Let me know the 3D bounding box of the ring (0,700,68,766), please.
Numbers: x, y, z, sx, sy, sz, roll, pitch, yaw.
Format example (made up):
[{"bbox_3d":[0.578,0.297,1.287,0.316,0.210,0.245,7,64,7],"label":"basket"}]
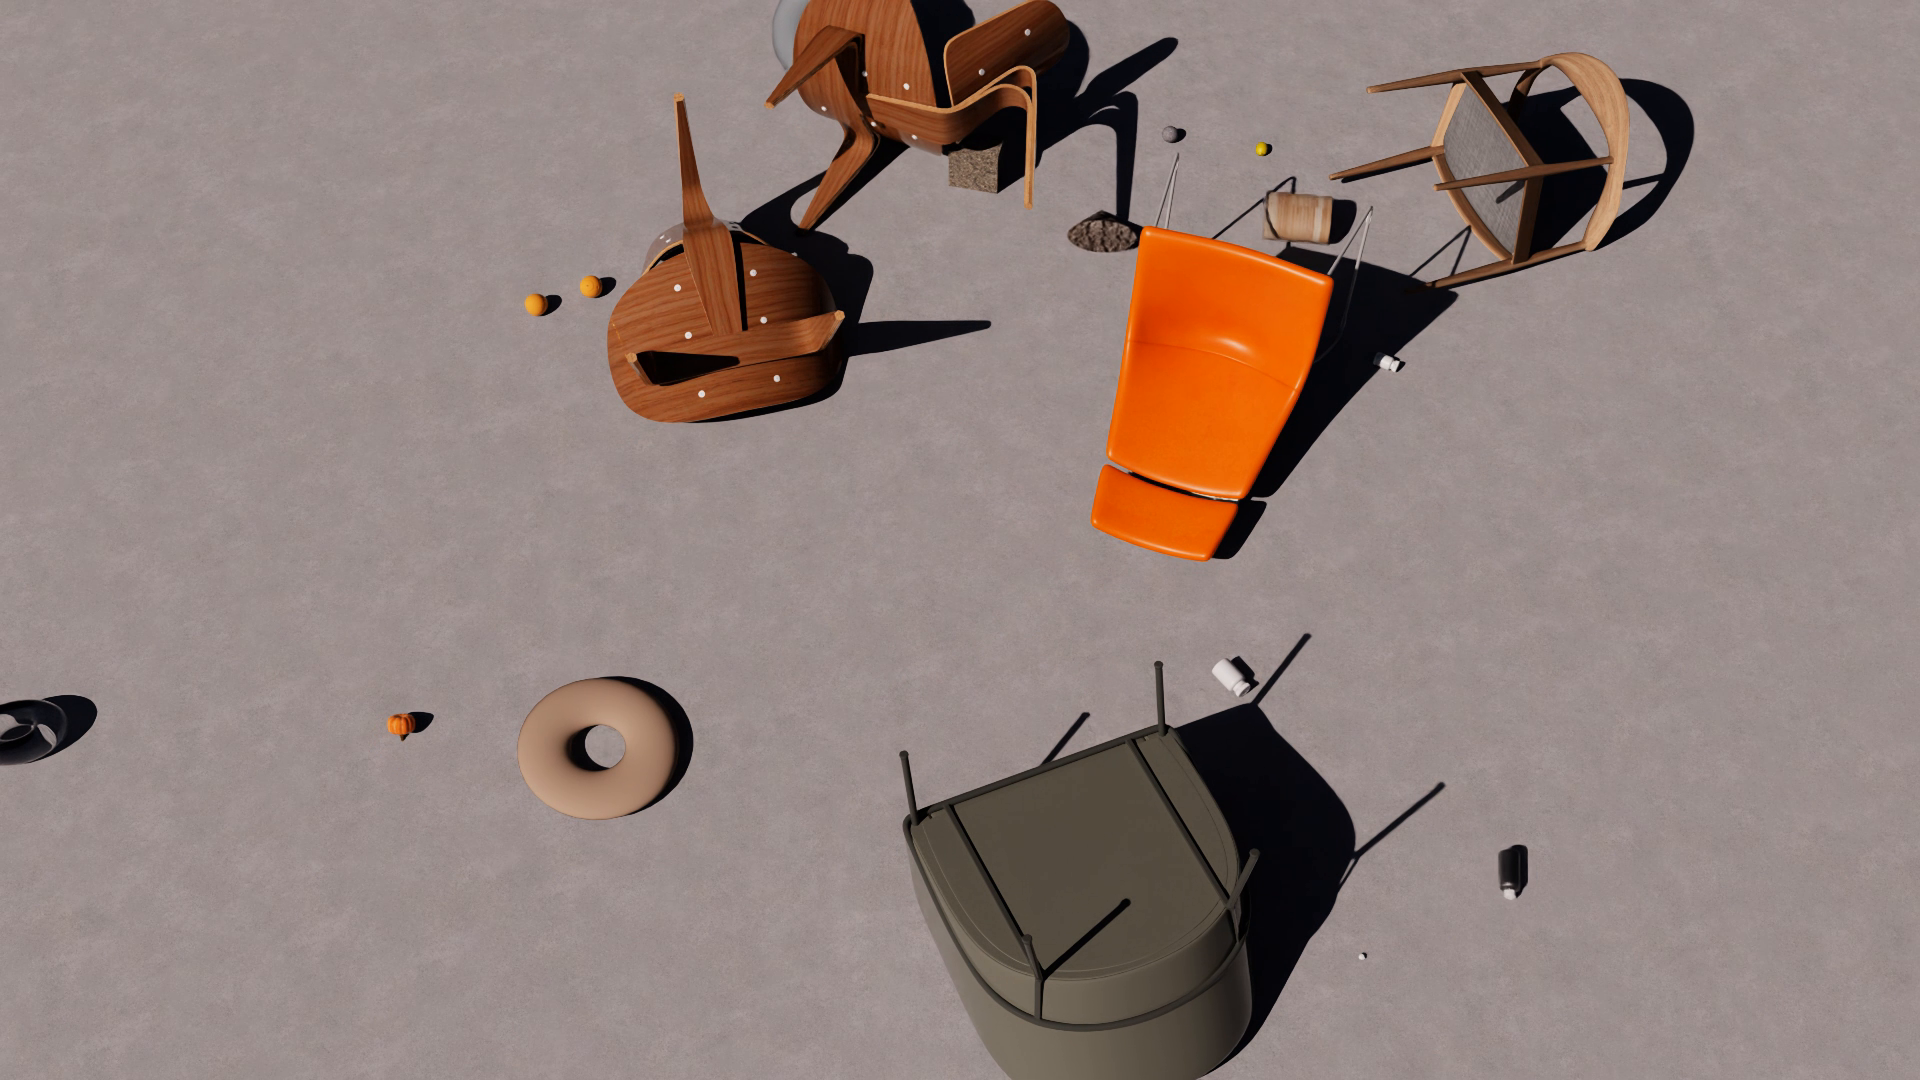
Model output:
[{"bbox_3d":[-2.640,0.539,6.156,0.281,0.097,0.186,-13,58,-10],"label":"ring"}]

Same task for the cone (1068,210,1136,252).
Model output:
[{"bbox_3d":[0.468,-1.044,7.240,0.224,0.118,0.179,3,38,2],"label":"cone"}]

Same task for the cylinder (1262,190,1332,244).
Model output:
[{"bbox_3d":[1.104,-1.058,7.206,0.211,0.129,0.168,6,62,4],"label":"cylinder"}]

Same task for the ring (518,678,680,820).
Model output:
[{"bbox_3d":[-1.011,0.580,6.146,0.466,0.066,0.436,30,62,19],"label":"ring"}]

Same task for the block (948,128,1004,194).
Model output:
[{"bbox_3d":[0.054,-1.260,7.318,0.166,0.168,0.101,11,57,7],"label":"block"}]

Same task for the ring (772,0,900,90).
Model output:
[{"bbox_3d":[-0.425,-1.752,7.525,0.484,0.165,0.405,-12,96,26],"label":"ring"}]

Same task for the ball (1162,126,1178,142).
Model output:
[{"bbox_3d":[0.714,-1.378,7.465,0.056,0.056,0.056,0,56,0],"label":"ball"}]
